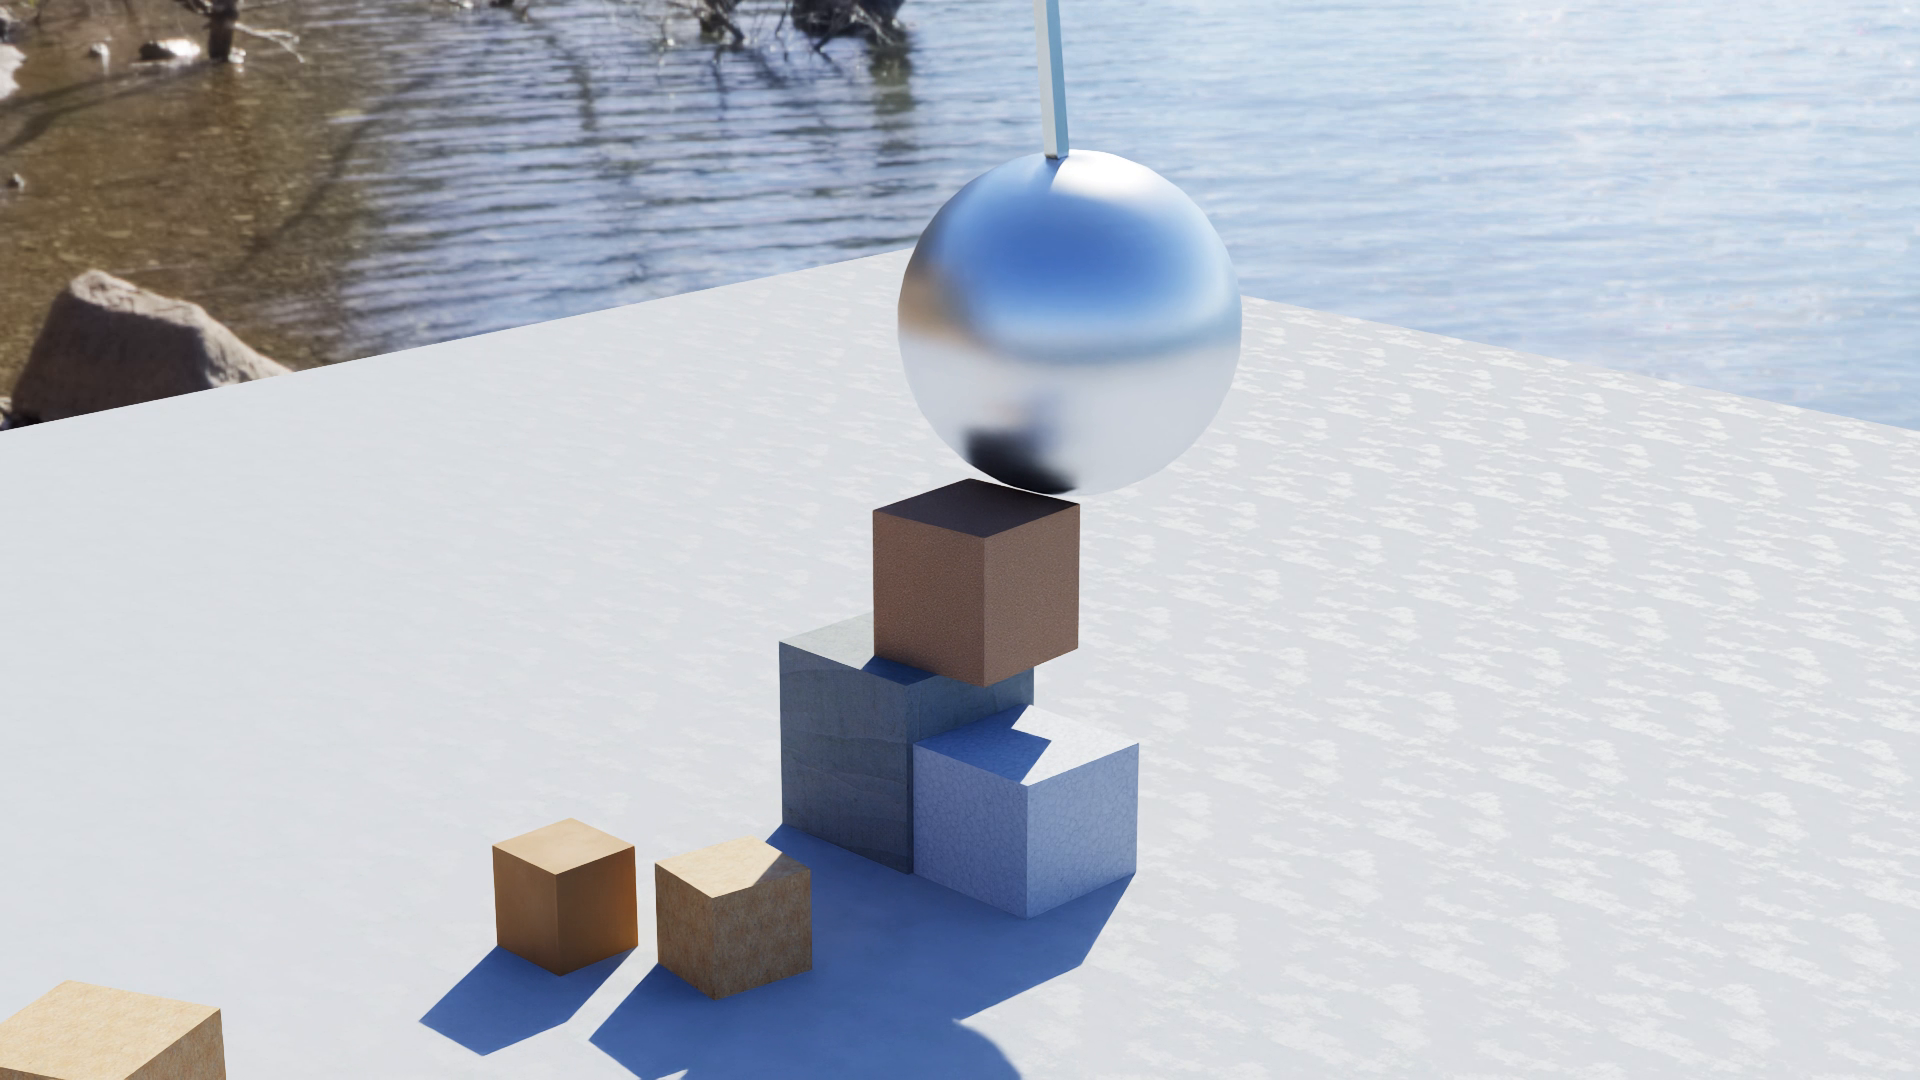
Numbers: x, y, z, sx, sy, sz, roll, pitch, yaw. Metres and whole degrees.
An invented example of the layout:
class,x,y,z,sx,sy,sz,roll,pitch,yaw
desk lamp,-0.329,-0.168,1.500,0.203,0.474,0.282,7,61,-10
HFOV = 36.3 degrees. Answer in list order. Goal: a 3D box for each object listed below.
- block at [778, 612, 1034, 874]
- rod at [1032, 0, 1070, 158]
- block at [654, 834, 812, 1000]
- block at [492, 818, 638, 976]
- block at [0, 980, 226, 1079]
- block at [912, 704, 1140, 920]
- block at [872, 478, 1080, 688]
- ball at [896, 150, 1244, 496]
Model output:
class,x,y,z,sx,sy,sz,roll,pitch,yaw
block,-0.251,0.917,13.888,0.862,0.924,0.835,17,24,42
rod,0.220,-4.135,12.273,0.080,5.200,0.080,17,31,42
block,-0.963,1.600,12.475,0.490,0.467,0.457,-13,21,-35
block,-1.704,1.537,12.669,0.442,0.471,0.429,17,24,42
block,-3.169,2.074,10.746,0.681,0.599,0.665,6,19,19
block,0.299,1.224,13.386,0.719,0.638,0.732,17,24,42
block,0.076,0.184,13.504,0.663,0.704,0.690,14,22,38
ball,0.507,-1.000,13.559,1.600,1.600,1.600,0,17,0
